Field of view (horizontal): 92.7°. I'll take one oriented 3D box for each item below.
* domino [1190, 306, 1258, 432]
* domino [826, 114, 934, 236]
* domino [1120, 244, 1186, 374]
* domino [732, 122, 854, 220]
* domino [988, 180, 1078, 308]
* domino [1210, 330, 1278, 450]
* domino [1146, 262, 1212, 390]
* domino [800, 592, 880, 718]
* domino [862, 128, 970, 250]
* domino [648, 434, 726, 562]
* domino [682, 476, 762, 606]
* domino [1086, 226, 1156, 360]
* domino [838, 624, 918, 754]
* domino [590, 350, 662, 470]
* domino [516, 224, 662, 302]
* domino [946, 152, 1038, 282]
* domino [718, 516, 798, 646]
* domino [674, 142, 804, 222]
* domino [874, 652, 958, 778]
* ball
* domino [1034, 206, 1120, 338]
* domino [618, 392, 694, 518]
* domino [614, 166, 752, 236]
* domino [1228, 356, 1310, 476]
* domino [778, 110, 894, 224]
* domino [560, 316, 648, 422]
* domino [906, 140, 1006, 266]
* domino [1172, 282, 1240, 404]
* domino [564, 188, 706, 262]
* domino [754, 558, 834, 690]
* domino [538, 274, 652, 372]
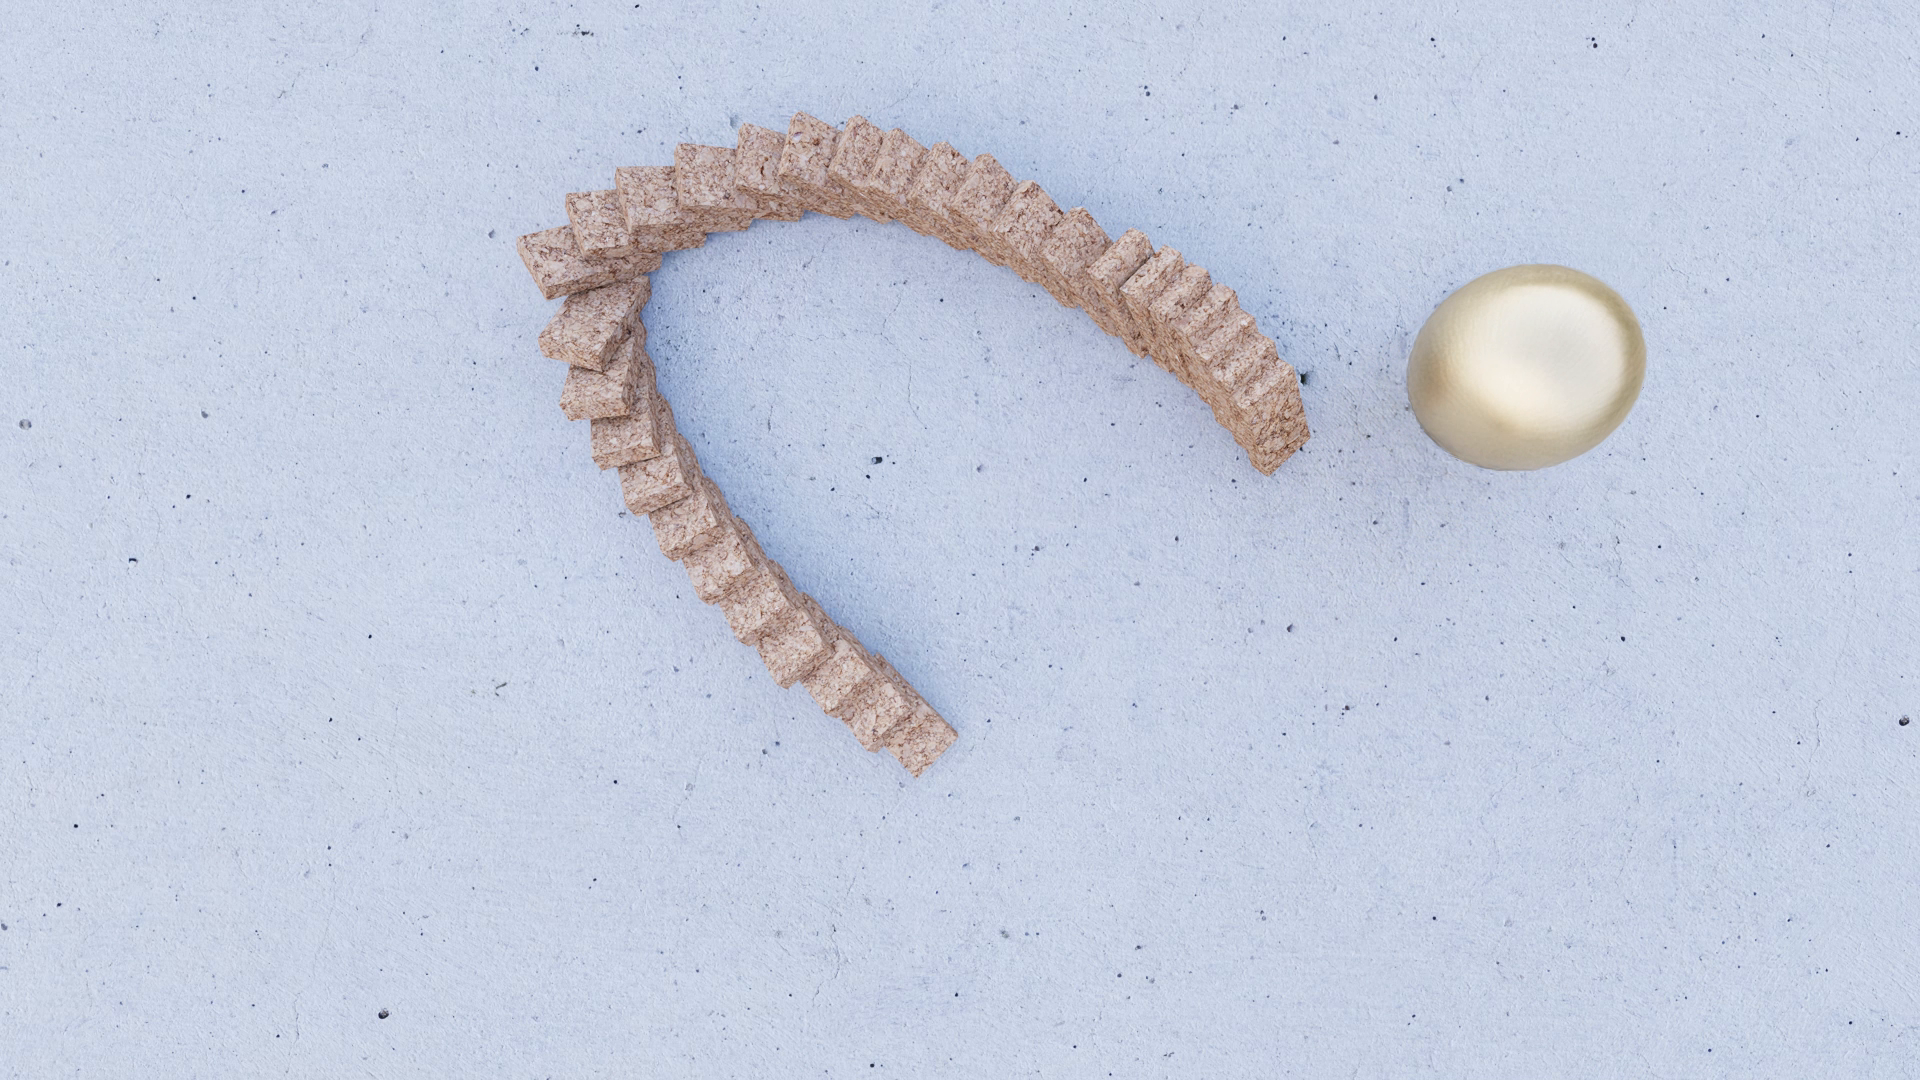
[{"bbox_3d":[0.113,-0.069,0.378,0.025,0.050,0.009,-42,51,0],"label":"domino"},{"bbox_3d":[-0.028,-0.151,0.382,0.050,0.009,0.025,22,90,-34],"label":"domino"},{"bbox_3d":[0.085,-0.094,0.378,0.025,0.050,0.009,-45,51,0],"label":"domino"},{"bbox_3d":[-0.068,-0.154,0.384,0.050,0.009,0.025,6,90,-27],"label":"domino"},{"bbox_3d":[0.037,-0.123,0.382,0.050,0.009,0.025,35,90,-33],"label":"domino"},{"bbox_3d":[0.121,-0.060,0.378,0.025,0.050,0.009,-43,51,0],"label":"domino"},{"bbox_3d":[0.096,-0.087,0.378,0.025,0.050,0.010,-45,51,0],"label":"domino"},{"bbox_3d":[-0.059,0.048,0.384,0.025,0.010,0.050,-46,61,-1],"label":"domino"},{"bbox_3d":[-0.013,-0.145,0.382,0.050,0.010,0.025,24,89,-34],"label":"domino"},{"bbox_3d":[-0.119,-0.018,0.385,0.025,0.010,0.050,-28,64,0],"label":"domino"},{"bbox_3d":[-0.105,0.000,0.385,0.025,0.010,0.050,-32,63,0],"label":"domino"},{"bbox_3d":[0.073,-0.101,0.378,0.025,0.050,0.009,-45,48,0],"label":"domino"},{"bbox_3d":[-0.043,0.062,0.383,0.025,0.009,0.050,-46,61,-1],"label":"domino"},{"bbox_3d":[-0.140,-0.055,0.383,0.025,0.010,0.050,-15,59,0],"label":"domino"},{"bbox_3d":[-0.154,-0.119,0.382,0.050,0.009,0.025,-28,82,-30],"label":"domino"},{"bbox_3d":[0.020,-0.133,0.382,0.050,0.009,0.025,34,86,-33],"label":"domino"},{"bbox_3d":[-0.091,0.017,0.384,0.025,0.009,0.050,-36,63,0],"label":"domino"},{"bbox_3d":[-0.092,-0.149,0.384,0.050,0.009,0.025,-5,88,-28],"label":"domino"},{"bbox_3d":[-0.027,0.075,0.395,0.025,0.009,0.050,-45,90,0],"label":"domino"},{"bbox_3d":[0.220,-0.067,0.360,0.080,0.080,0.080,0,90,0],"label":"ball"},{"bbox_3d":[0.057,-0.111,0.383,0.050,0.009,0.025,39,90,-30],"label":"domino"},{"bbox_3d":[-0.130,-0.036,0.384,0.025,0.010,0.050,-23,60,0],"label":"domino"},{"bbox_3d":[-0.115,-0.142,0.383,0.050,0.010,0.025,-14,86,-28],"label":"domino"},{"bbox_3d":[0.128,-0.050,0.378,0.025,0.050,0.009,-43,51,0],"label":"domino"},{"bbox_3d":[-0.049,-0.154,0.382,0.050,0.009,0.025,14,88,-33],"label":"domino"},{"bbox_3d":[-0.147,-0.072,0.381,0.025,0.010,0.050,-6,53,2],"label":"domino"},{"bbox_3d":[0.005,-0.139,0.382,0.050,0.009,0.025,28,89,-33],"label":"domino"},{"bbox_3d":[0.106,-0.079,0.378,0.025,0.050,0.010,-42,51,0],"label":"domino"},{"bbox_3d":[-0.135,-0.133,0.383,0.050,0.010,0.025,-18,85,-29],"label":"domino"},{"bbox_3d":[-0.076,0.035,0.384,0.025,0.009,0.050,-38,61,1],"label":"domino"},{"bbox_3d":[-0.151,-0.094,0.382,0.025,0.010,0.050,15,54,0],"label":"domino"}]
